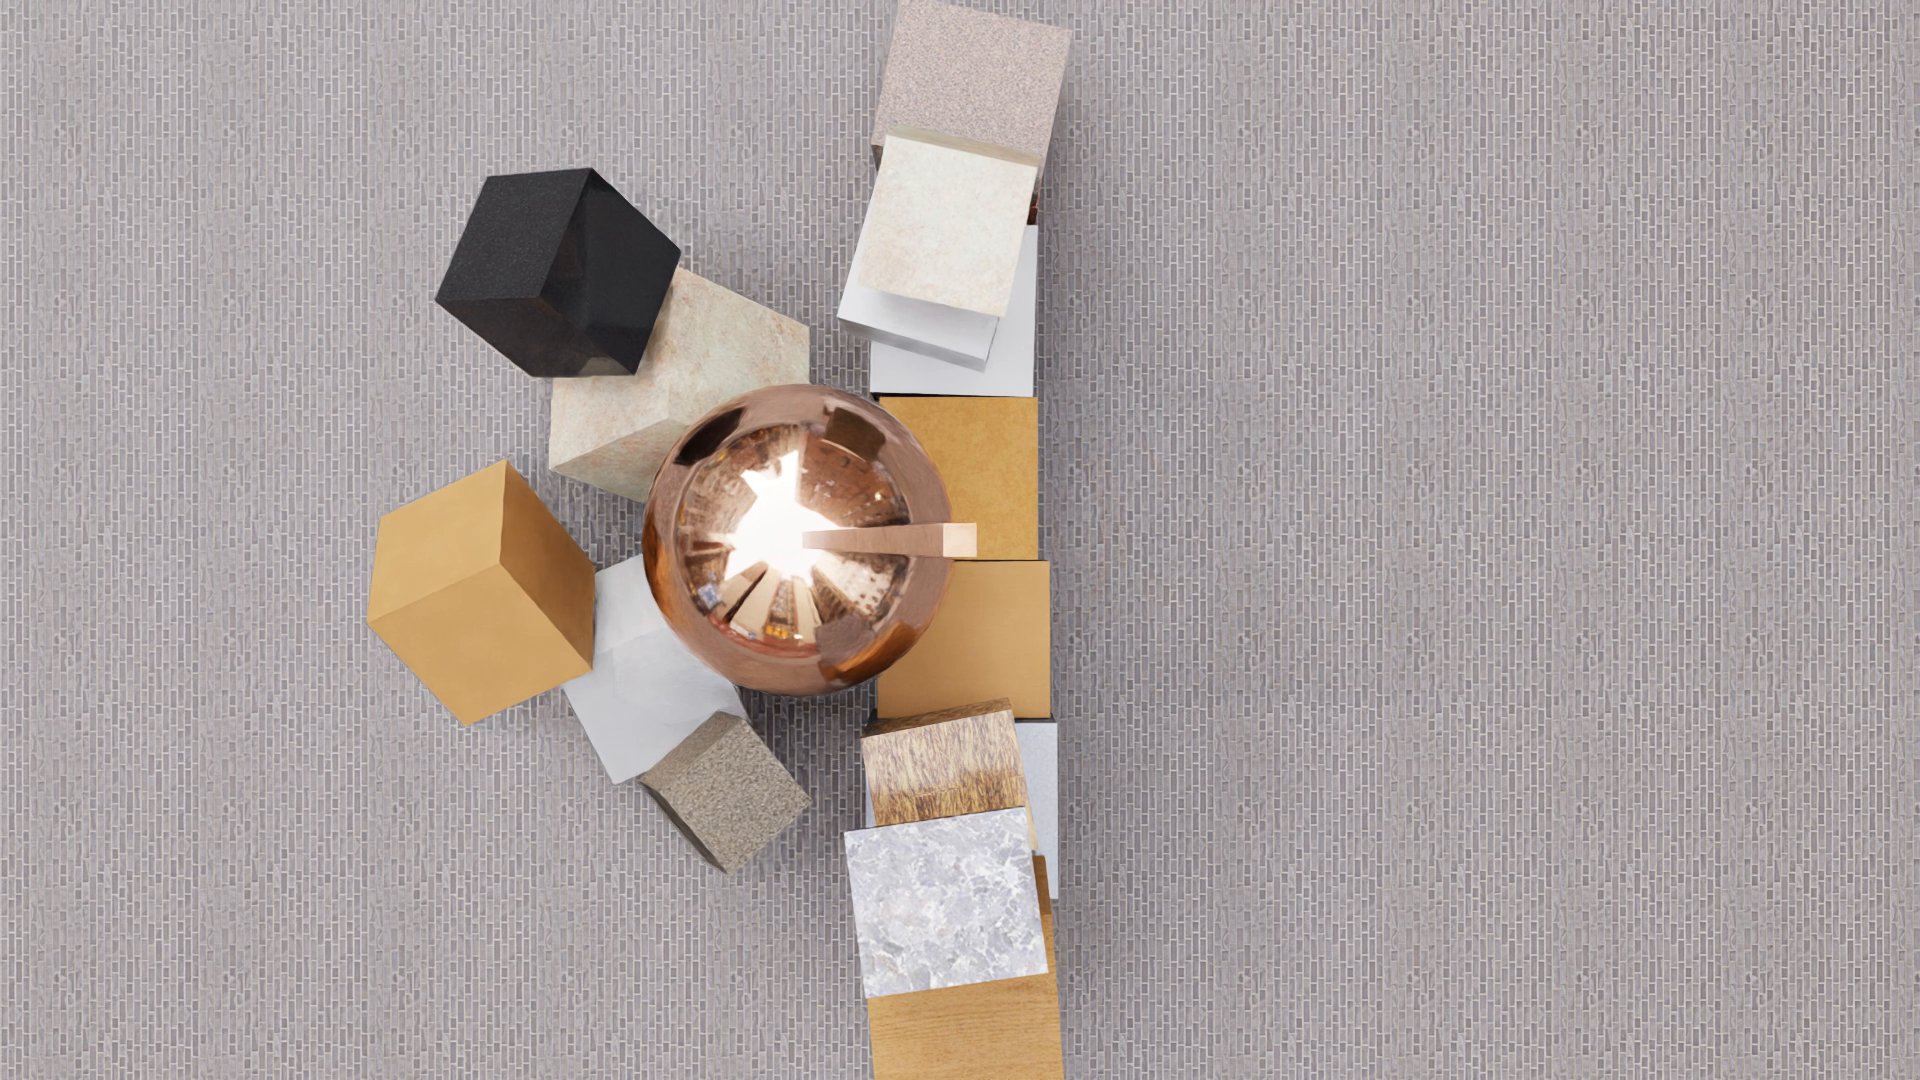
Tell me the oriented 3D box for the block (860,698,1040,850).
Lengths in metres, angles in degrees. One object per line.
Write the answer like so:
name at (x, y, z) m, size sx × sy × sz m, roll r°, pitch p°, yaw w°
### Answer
block at (-0.053, 1.274, 11.464) m, size 0.779 × 0.855 × 0.716 m, roll -11°, pitch 90°, yaw 0°

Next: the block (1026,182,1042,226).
block at (0.050, -2.354, 12.533) m, size 0.879 × 0.934 × 0.968 m, roll 7°, pitch 90°, yaw 0°

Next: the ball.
ball at (-0.818, 0.000, 11.203) m, size 1.600 × 1.600 × 1.600 m, roll 0°, pitch 90°, yaw 0°

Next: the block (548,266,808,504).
block at (-1.545, -0.792, 12.180) m, size 0.972 × 1.021 × 0.900 m, roll -19°, pitch 62°, yaw 37°

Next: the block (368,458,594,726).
block at (-2.546, 0.283, 11.807) m, size 0.793 × 0.846 × 0.890 m, roll -24°, pitch 130°, yaw 12°

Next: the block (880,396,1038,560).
block at (-0.009, -0.342, 12.597) m, size 0.877 × 0.806 × 0.901 m, roll 0°, pitch 90°, yaw 0°

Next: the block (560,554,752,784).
block at (-1.779, 0.684, 12.412) m, size 0.833 × 0.791 × 0.845 m, roll -23°, pitch 124°, yaw -4°

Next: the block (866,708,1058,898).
block at (0.009, 1.467, 12.446) m, size 1.037 × 1.108 × 0.949 m, roll 0°, pitch 90°, yaw 0°

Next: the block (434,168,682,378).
block at (-2.069, -1.369, 11.396) m, size 0.746 × 0.771 × 0.758 m, roll 2°, pitch 65°, yaw 35°

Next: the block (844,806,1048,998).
block at (-0.056, 1.714, 10.544) m, size 0.843 × 0.900 × 0.760 m, roll -8°, pitch 83°, yaw 0°

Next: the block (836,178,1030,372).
block at (-0.139, -1.418, 11.731) m, size 0.797 × 0.893 × 0.798 m, roll 16°, pitch 90°, yaw 0°

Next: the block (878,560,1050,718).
block at (0.020, 0.552, 12.576) m, size 0.953 × 0.848 × 0.865 m, roll 0°, pitch 90°, yaw 0°

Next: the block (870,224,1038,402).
block at (-0.035, -1.281, 12.589) m, size 0.901 × 0.822 × 0.951 m, roll 2°, pitch 90°, yaw 0°

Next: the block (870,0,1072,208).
block at (0.059, -2.293, 11.600) m, size 0.885 × 0.931 × 0.771 m, roll 12°, pitch 90°, yaw 0°

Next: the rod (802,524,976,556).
rod at (-0.354, 0.000, 7.835) m, size 0.080 × 5.200 × 0.080 m, roll 0°, pitch 90°, yaw -8°

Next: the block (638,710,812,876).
block at (-1.248, 1.330, 11.648) m, size 0.573 × 0.583 × 0.585 m, roll -41°, pitch 102°, yaw -15°

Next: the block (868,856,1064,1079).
block at (0.018, 2.278, 11.502) m, size 0.954 × 0.893 × 0.941 m, roll -4°, pitch 101°, yaw 1°

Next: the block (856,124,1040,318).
block at (-0.043, -1.580, 10.789) m, size 0.724 × 0.836 × 0.722 m, roll 12°, pitch 105°, yaw 0°
